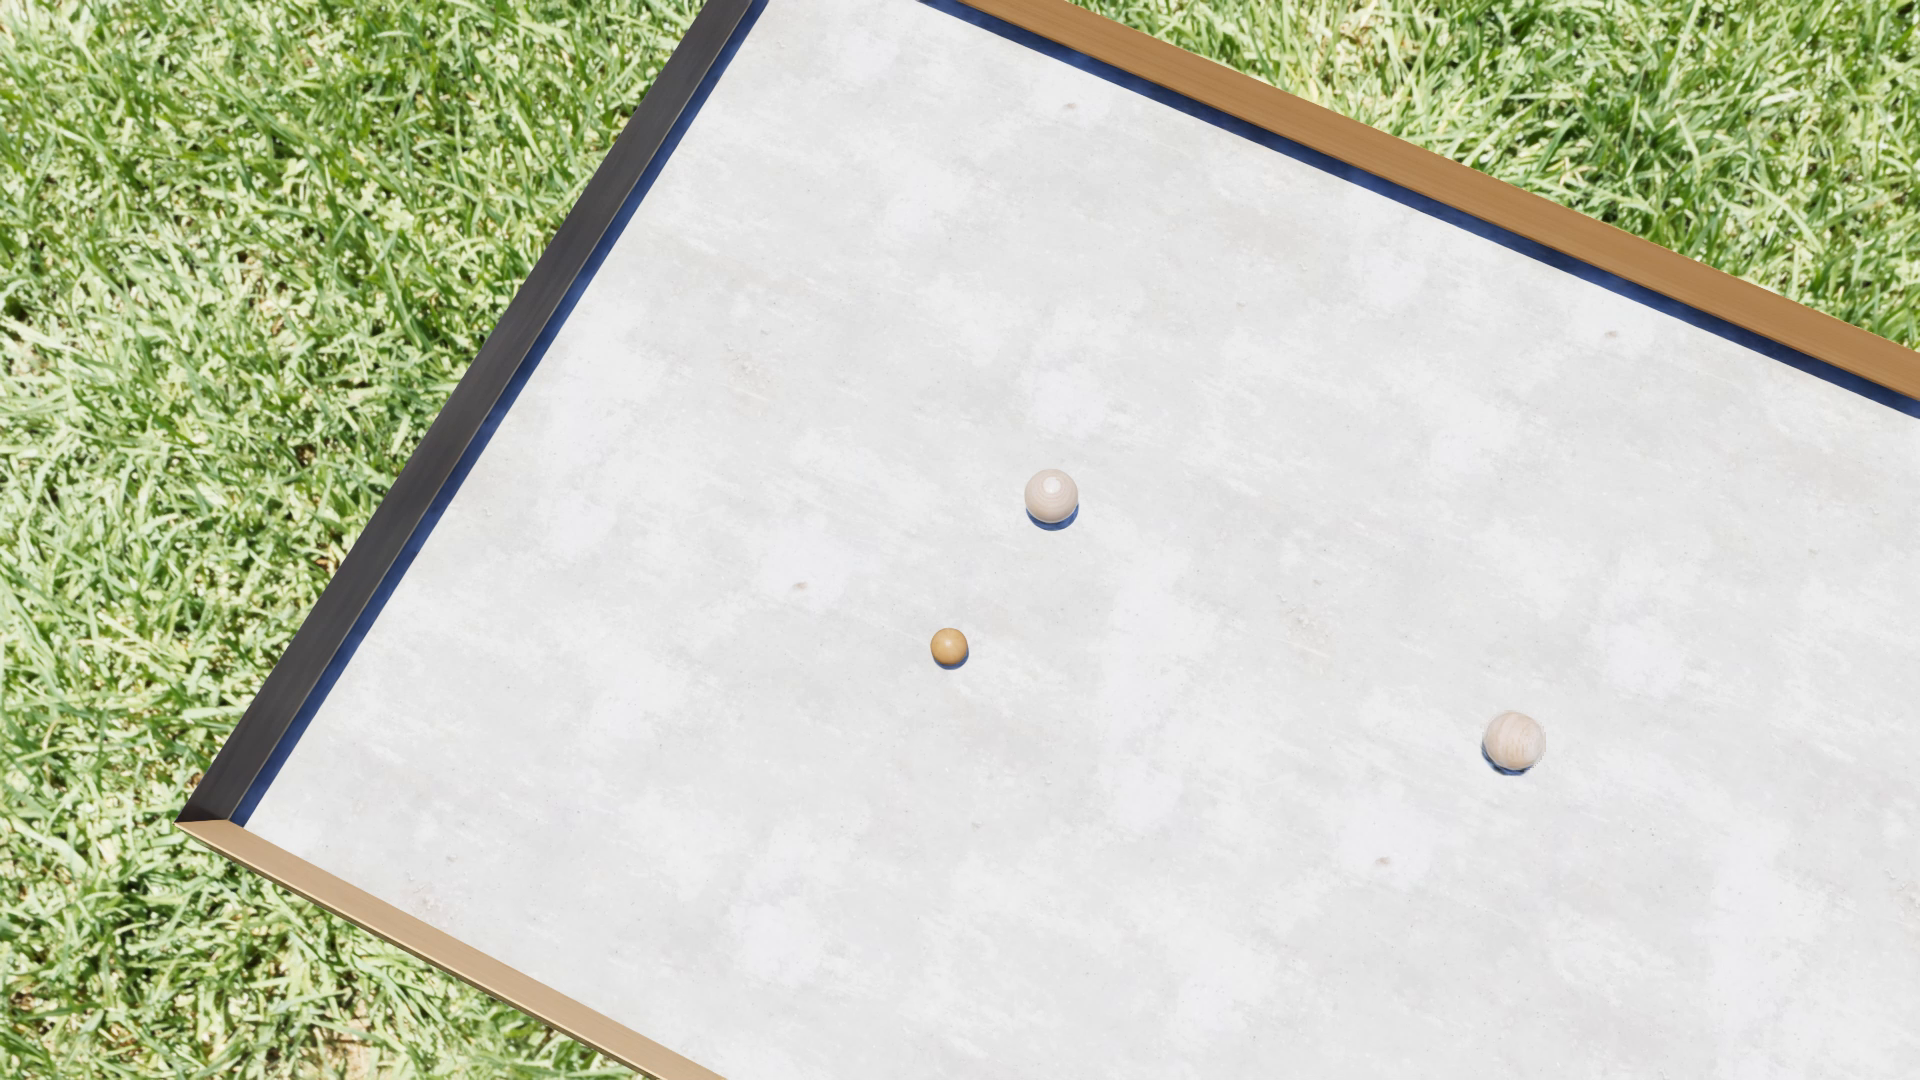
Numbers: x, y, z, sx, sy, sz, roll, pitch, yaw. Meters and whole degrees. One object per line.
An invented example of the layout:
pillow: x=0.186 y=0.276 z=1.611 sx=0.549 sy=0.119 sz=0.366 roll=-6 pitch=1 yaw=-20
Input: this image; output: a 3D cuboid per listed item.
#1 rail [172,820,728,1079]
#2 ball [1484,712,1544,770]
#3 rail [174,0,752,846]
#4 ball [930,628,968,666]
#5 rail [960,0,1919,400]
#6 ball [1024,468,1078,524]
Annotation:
rail: x=0.323 y=1.099 z=3.019 sx=3.288 sy=0.115 sz=0.045 roll=25 pitch=70 yaw=10
ball: x=0.845 y=0.307 z=3.355 sx=0.089 sy=0.089 sz=0.089 roll=0 pitch=68 yaw=0
rail: x=-0.714 y=-0.338 z=3.601 sx=0.045 sy=0.115 sz=1.897 roll=25 pitch=70 yaw=10
ball: x=-0.017 y=0.166 z=3.428 sx=0.059 sy=0.059 sz=0.059 roll=0 pitch=68 yaw=0
rail: x=1.148 y=-0.436 z=3.641 sx=3.288 sy=0.115 sz=0.045 roll=25 pitch=70 yaw=10
ball: x=0.146 y=-0.070 z=3.509 sx=0.087 sy=0.087 sz=0.087 roll=0 pitch=68 yaw=0
